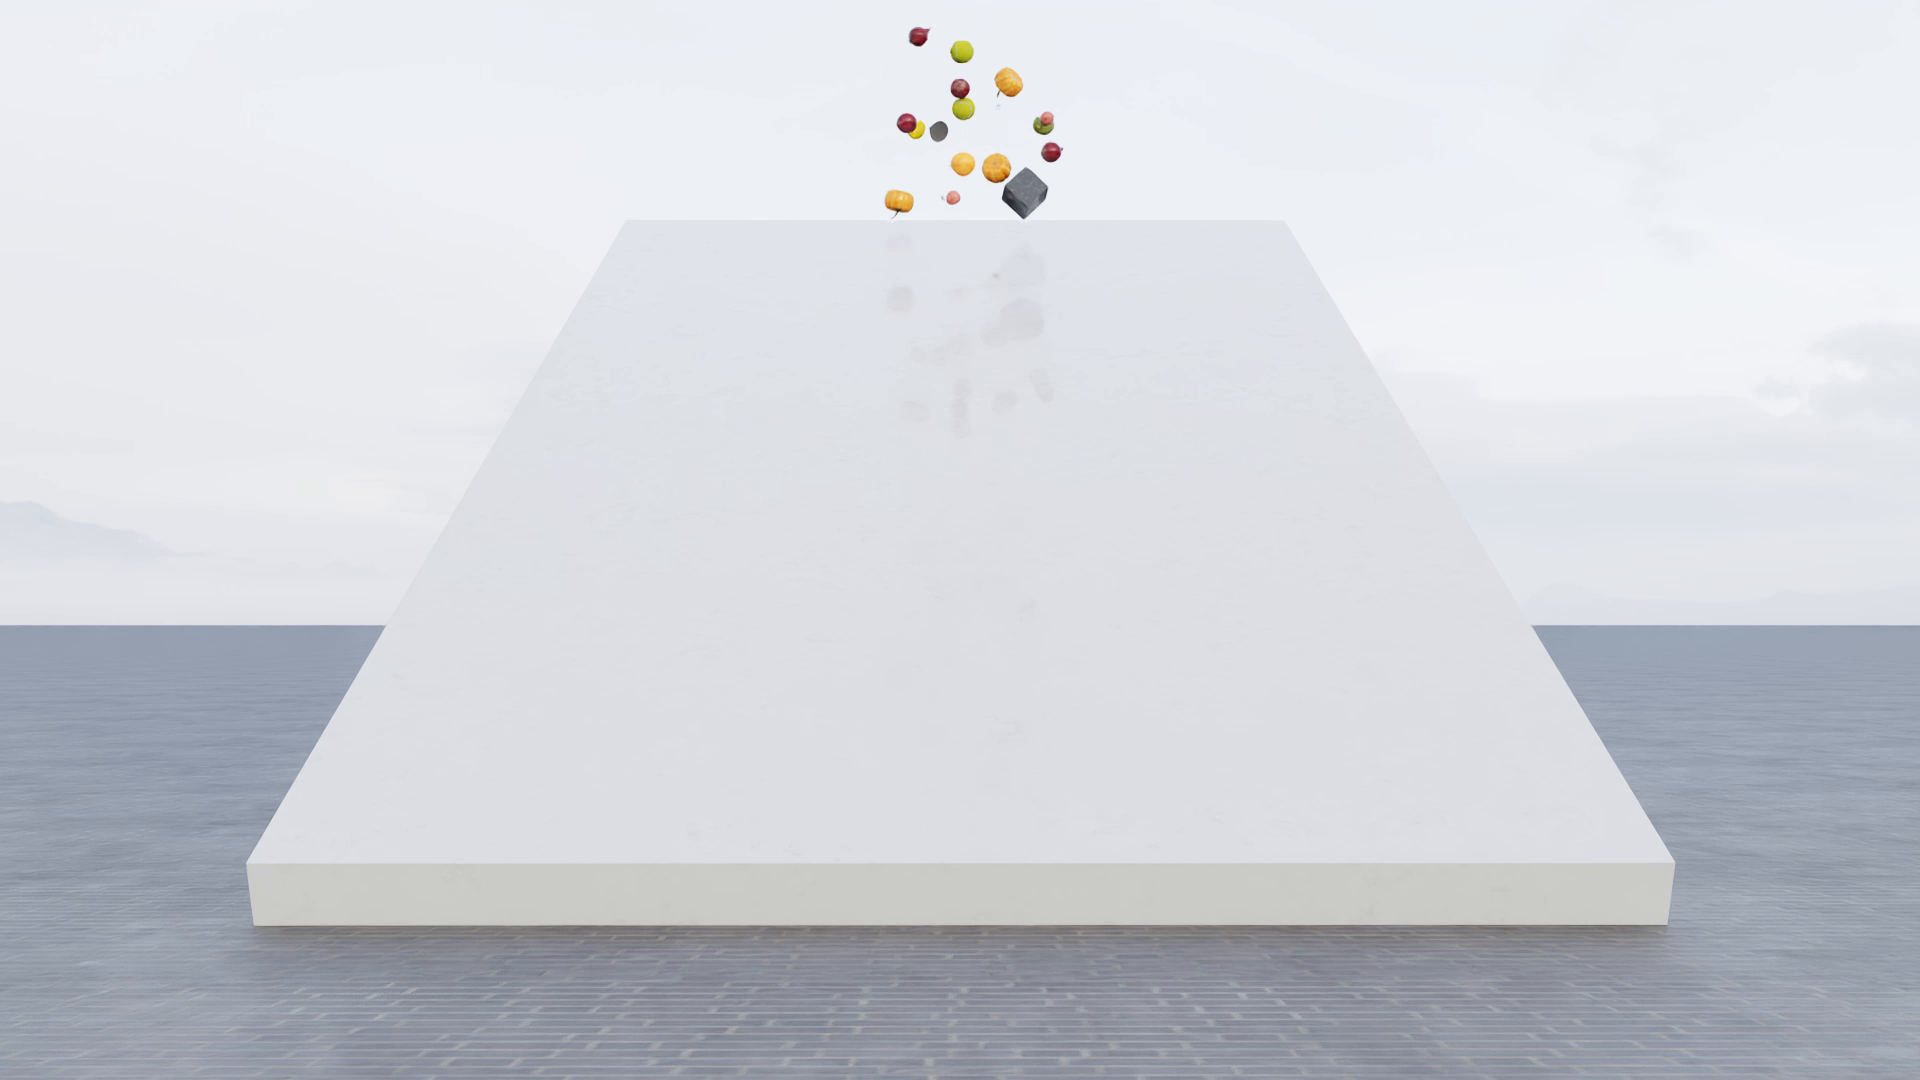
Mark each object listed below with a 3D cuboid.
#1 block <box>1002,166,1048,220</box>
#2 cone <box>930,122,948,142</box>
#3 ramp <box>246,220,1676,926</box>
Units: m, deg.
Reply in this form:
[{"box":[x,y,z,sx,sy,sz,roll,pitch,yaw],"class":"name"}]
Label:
[{"box":[0.192,-1.028,6.750,0.093,0.093,0.093,-44,-8,-16],"class":"block"},{"box":[-0.078,-1.235,6.853,0.064,0.064,0.064,1,21,-32],"class":"cone"},{"box":[-0.006,-0.214,5.076,2.000,0.100,4.000,0,21,0],"class":"ramp"}]
